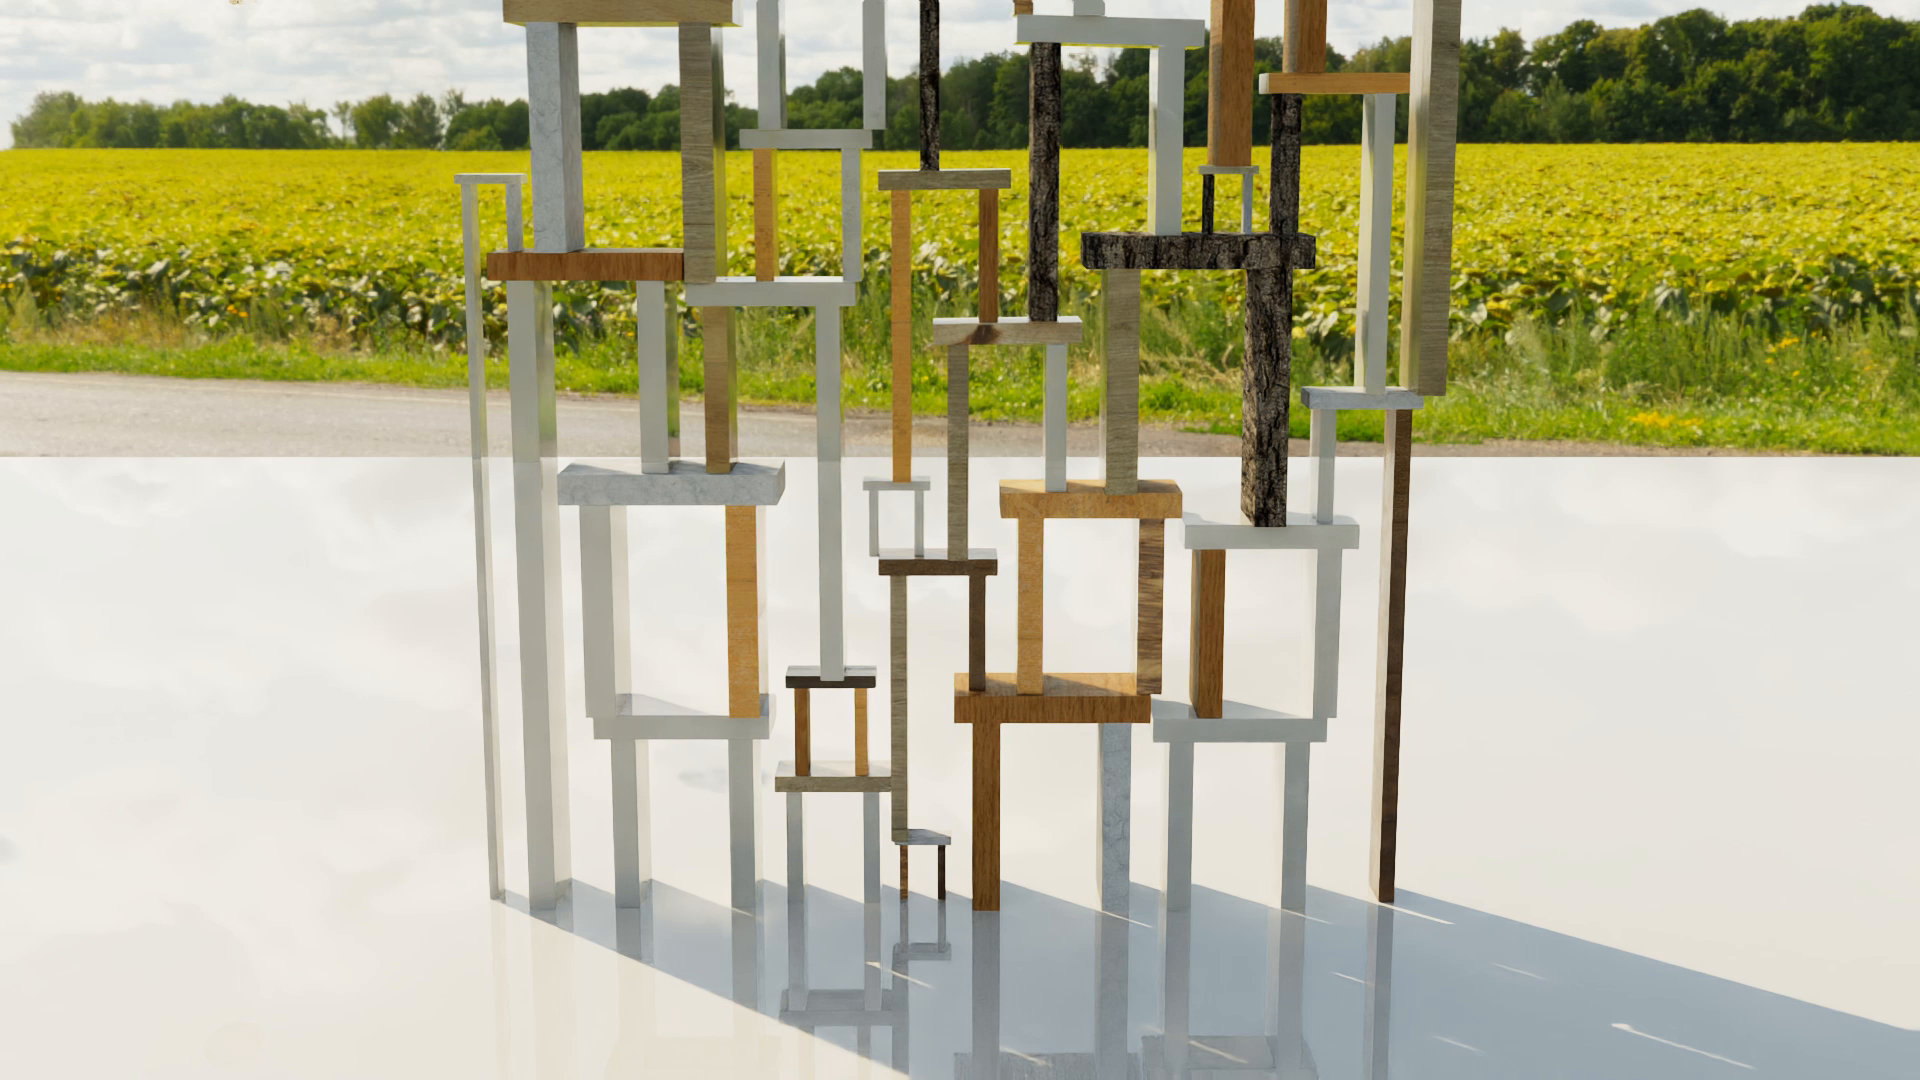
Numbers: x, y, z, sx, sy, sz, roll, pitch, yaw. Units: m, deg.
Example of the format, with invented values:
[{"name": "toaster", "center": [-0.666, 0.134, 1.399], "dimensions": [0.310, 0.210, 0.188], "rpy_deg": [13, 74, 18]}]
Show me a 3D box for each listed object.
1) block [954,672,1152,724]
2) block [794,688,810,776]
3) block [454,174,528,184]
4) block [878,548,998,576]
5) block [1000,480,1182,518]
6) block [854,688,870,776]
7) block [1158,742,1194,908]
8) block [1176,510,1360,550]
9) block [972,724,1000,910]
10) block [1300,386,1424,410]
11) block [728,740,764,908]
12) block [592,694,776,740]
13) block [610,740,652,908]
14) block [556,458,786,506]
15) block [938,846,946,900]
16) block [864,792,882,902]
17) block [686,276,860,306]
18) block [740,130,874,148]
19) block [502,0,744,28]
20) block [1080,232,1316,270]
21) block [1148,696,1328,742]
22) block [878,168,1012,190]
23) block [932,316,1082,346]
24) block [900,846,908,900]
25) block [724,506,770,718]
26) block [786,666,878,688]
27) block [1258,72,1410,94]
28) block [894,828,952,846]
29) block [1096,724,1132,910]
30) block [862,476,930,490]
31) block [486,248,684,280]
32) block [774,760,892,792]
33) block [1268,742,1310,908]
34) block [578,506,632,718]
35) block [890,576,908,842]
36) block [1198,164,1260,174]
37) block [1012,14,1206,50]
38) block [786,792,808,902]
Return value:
[{"name": "block", "center": [0.148, 0.258, 3.604], "dimensions": [0.316, 0.045, 0.158], "rpy_deg": [0, 11, 0]}, {"name": "block", "center": [-0.259, 0.306, 3.614], "dimensions": [0.021, 0.147, 0.073], "rpy_deg": [0, 11, 0]}, {"name": "block", "center": [-0.737, -0.568, 3.454], "dimensions": [0.104, 0.015, 0.052], "rpy_deg": [0, 11, 0]}, {"name": "block", "center": [-0.035, 0.035, 3.563], "dimensions": [0.191, 0.027, 0.095], "rpy_deg": [0, 11, -1]}, {"name": "block", "center": [0.208, -0.067, 3.548], "dimensions": [0.287, 0.041, 0.144], "rpy_deg": [0, 11, 0]}, {"name": "block", "center": [-0.161, 0.306, 3.614], "dimensions": [0.021, 0.147, 0.073], "rpy_deg": [0, 11, 0]}, {"name": "block", "center": [0.358, 0.452, 3.642], "dimensions": [0.040, 0.281, 0.140], "rpy_deg": [0, 11, 0]}, {"name": "block", "center": [0.495, -0.017, 3.557], "dimensions": [0.277, 0.039, 0.139], "rpy_deg": [0, 11, 0]}, {"name": "block", "center": [0.043, 0.435, 3.637], "dimensions": [0.045, 0.316, 0.158], "rpy_deg": [0, 11, 0]}, {"name": "block", "center": [0.643, -0.228, 3.522], "dimensions": [0.181, 0.026, 0.090], "rpy_deg": [0, 11, 0]}, {"name": "block", "center": [-0.355, 0.449, 3.648], "dimensions": [0.040, 0.284, 0.142], "rpy_deg": [0, 11, 0]}, {"name": "block", "center": [-0.450, 0.290, 3.619], "dimensions": [0.284, 0.040, 0.142], "rpy_deg": [0, 11, 0]}, {"name": "block", "center": [-0.545, 0.449, 3.648], "dimensions": [0.040, 0.284, 0.142], "rpy_deg": [0, 11, 0]}, {"name": "block", "center": [-0.461, -0.094, 3.547], "dimensions": [0.346, 0.049, 0.173], "rpy_deg": [0, 11, 0]}, {"name": "block", "center": [-0.030, 0.545, 3.656], "dimensions": [0.013, 0.094, 0.047], "rpy_deg": [0, 11, 0]}, {"name": "block", "center": [-0.145, 0.496, 3.655], "dimensions": [0.027, 0.189, 0.095], "rpy_deg": [0, 11, 0]}, {"name": "block", "center": [-0.294, -0.394, 3.483], "dimensions": [0.264, 0.037, 0.132], "rpy_deg": [0, 11, 0]}, {"name": "block", "center": [-0.237, -0.628, 3.441], "dimensions": [0.204, 0.029, 0.102], "rpy_deg": [0, 11, 0]}, {"name": "block", "center": [-0.518, -0.824, 3.410], "dimensions": [0.347, 0.049, 0.174], "rpy_deg": [0, 11, 0]}, {"name": "block", "center": [0.371, -0.458, 3.473], "dimensions": [0.353, 0.050, 0.176], "rpy_deg": [0, 11, 0]}, {"name": "block", "center": [0.451, 0.295, 3.613], "dimensions": [0.281, 0.040, 0.140], "rpy_deg": [0, 11, 0]}, {"name": "block", "center": [-0.025, -0.567, 3.453], "dimensions": [0.206, 0.029, 0.103], "rpy_deg": [-1, 11, -1]}, {"name": "block", "center": [0.074, -0.333, 3.490], "dimensions": [0.233, 0.033, 0.117], "rpy_deg": [-1, 10, 0]}, {"name": "block", "center": [-0.093, 0.545, 3.656], "dimensions": [0.013, 0.094, 0.047], "rpy_deg": [0, 11, 0]}, {"name": "block", "center": [-0.346, 0.100, 3.583], "dimensions": [0.049, 0.346, 0.173], "rpy_deg": [0, 11, 0]}, {"name": "block", "center": [-0.210, 0.224, 3.599], "dimensions": [0.147, 0.021, 0.073], "rpy_deg": [0, 11, 0]}, {"name": "block", "center": [0.581, -0.710, 3.423], "dimensions": [0.217, 0.031, 0.108], "rpy_deg": [0, 11, 0]}, {"name": "block", "center": [-0.061, 0.492, 3.646], "dimensions": [0.094, 0.013, 0.047], "rpy_deg": [0, 11, -1]}, {"name": "block", "center": [0.253, 0.435, 3.637], "dimensions": [0.045, 0.316, 0.158], "rpy_deg": [0, 11, 0]}, {"name": "block", "center": [-0.102, -0.091, 3.536], "dimensions": [0.108, 0.015, 0.054], "rpy_deg": [0, 11, -1]}, {"name": "block", "center": [-0.582, -0.437, 3.483], "dimensions": [0.303, 0.043, 0.152], "rpy_deg": [0, 11, 0]}, {"name": "block", "center": [-0.208, 0.390, 3.636], "dimensions": [0.189, 0.027, 0.095], "rpy_deg": [0, 11, 0]}, {"name": "block", "center": [0.545, 0.452, 3.643], "dimensions": [0.040, 0.281, 0.140], "rpy_deg": [0, 11, 0]}, {"name": "block", "center": [-0.576, 0.100, 3.583], "dimensions": [0.049, 0.346, 0.173], "rpy_deg": [0, 11, 0]}, {"name": "block", "center": [-0.099, 0.267, 3.606], "dimensions": [0.027, 0.445, 0.095], "rpy_deg": [0, 11, -1]}, {"name": "block", "center": [0.420, -0.581, 3.448], "dimensions": [0.094, 0.013, 0.047], "rpy_deg": [0, 11, 3]}, {"name": "block", "center": [0.228, -0.787, 3.410], "dimensions": [0.286, 0.041, 0.143], "rpy_deg": [1, 11, -1]}, {"name": "block", "center": [-0.271, 0.496, 3.655], "dimensions": [0.027, 0.189, 0.095], "rpy_deg": [0, 11, 0]}]
